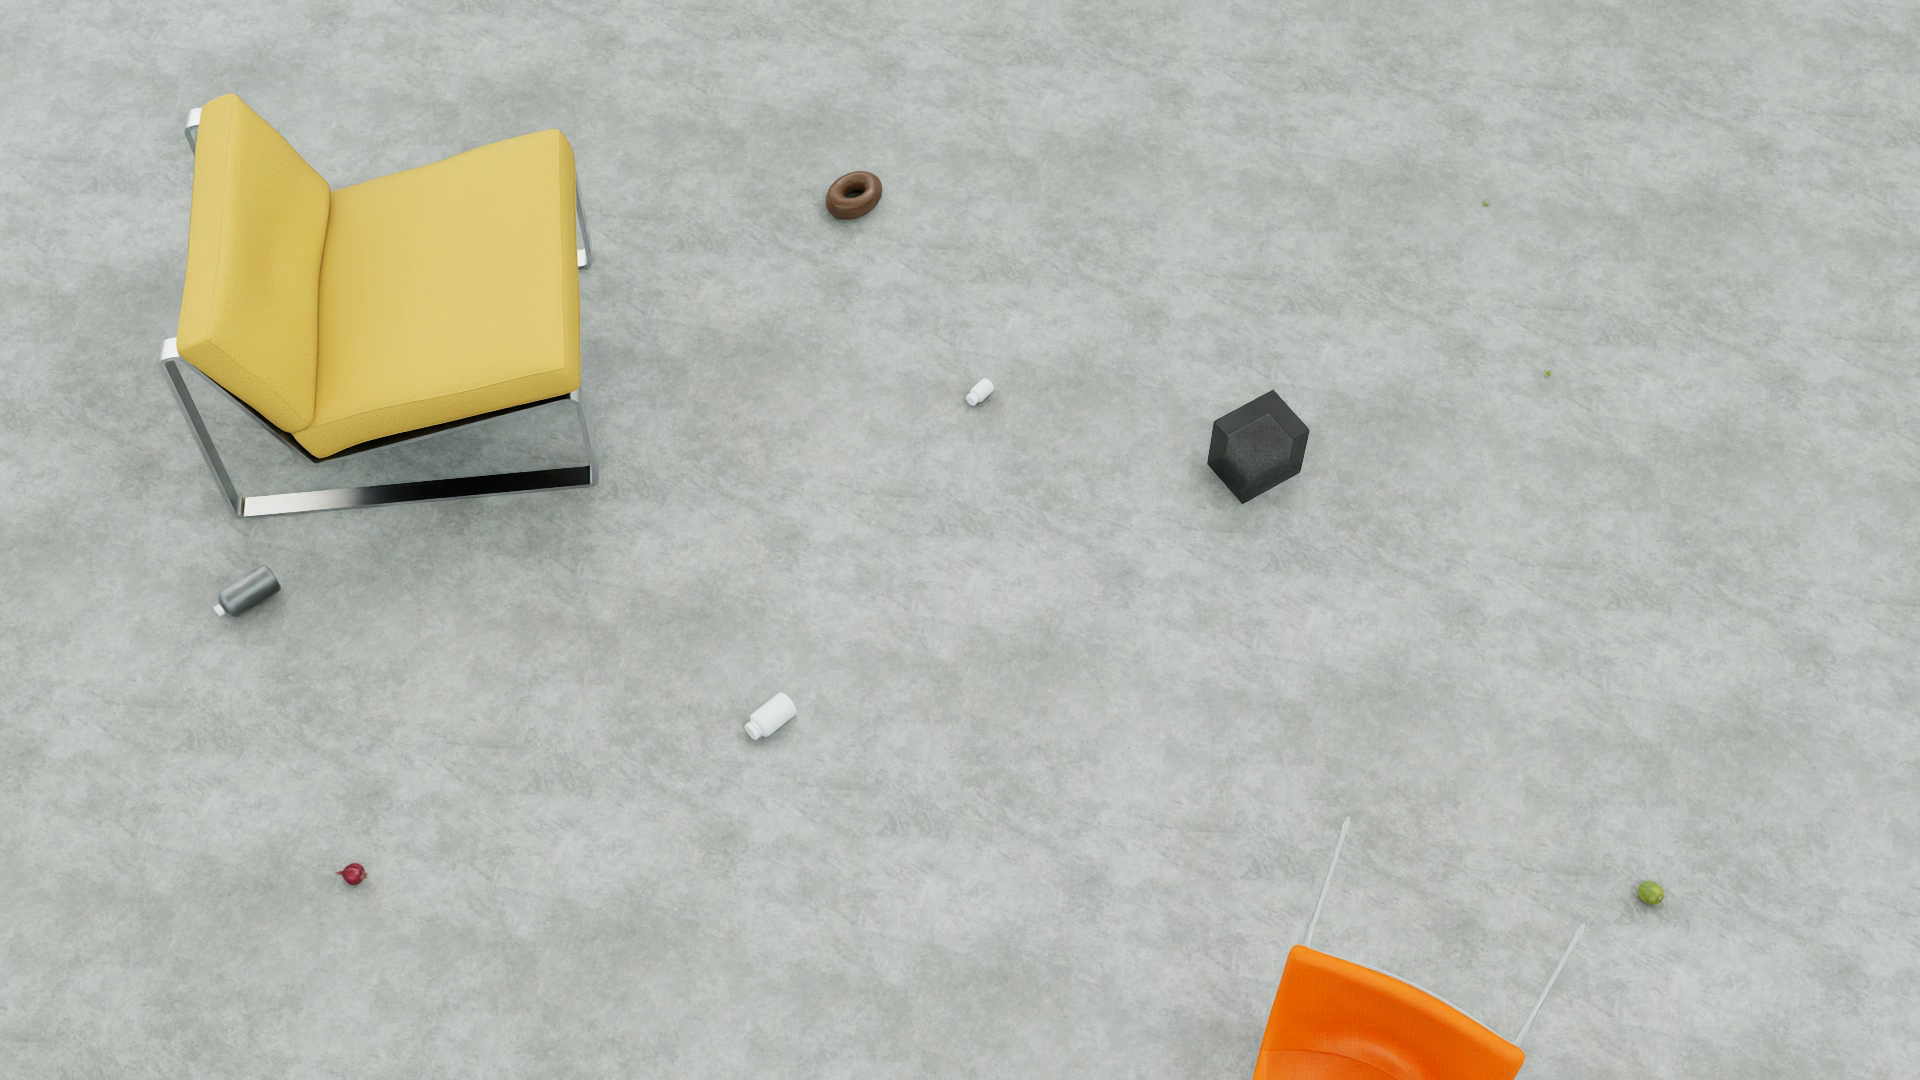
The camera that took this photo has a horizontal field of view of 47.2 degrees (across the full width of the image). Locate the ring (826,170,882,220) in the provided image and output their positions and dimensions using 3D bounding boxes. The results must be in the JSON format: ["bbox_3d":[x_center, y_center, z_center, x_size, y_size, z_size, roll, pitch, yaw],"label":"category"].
[{"bbox_3d":[-0.352,-1.143,7.293,0.213,0.082,0.157,-37,65,-23],"label":"ring"}]

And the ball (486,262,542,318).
[{"bbox_3d":[-1.420,-0.797,7.002,0.177,0.177,0.177,0,56,0],"label":"ball"}]

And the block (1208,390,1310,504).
[{"bbox_3d":[0.898,-0.280,6.631,0.220,0.218,0.180,-28,61,-17],"label":"block"}]
